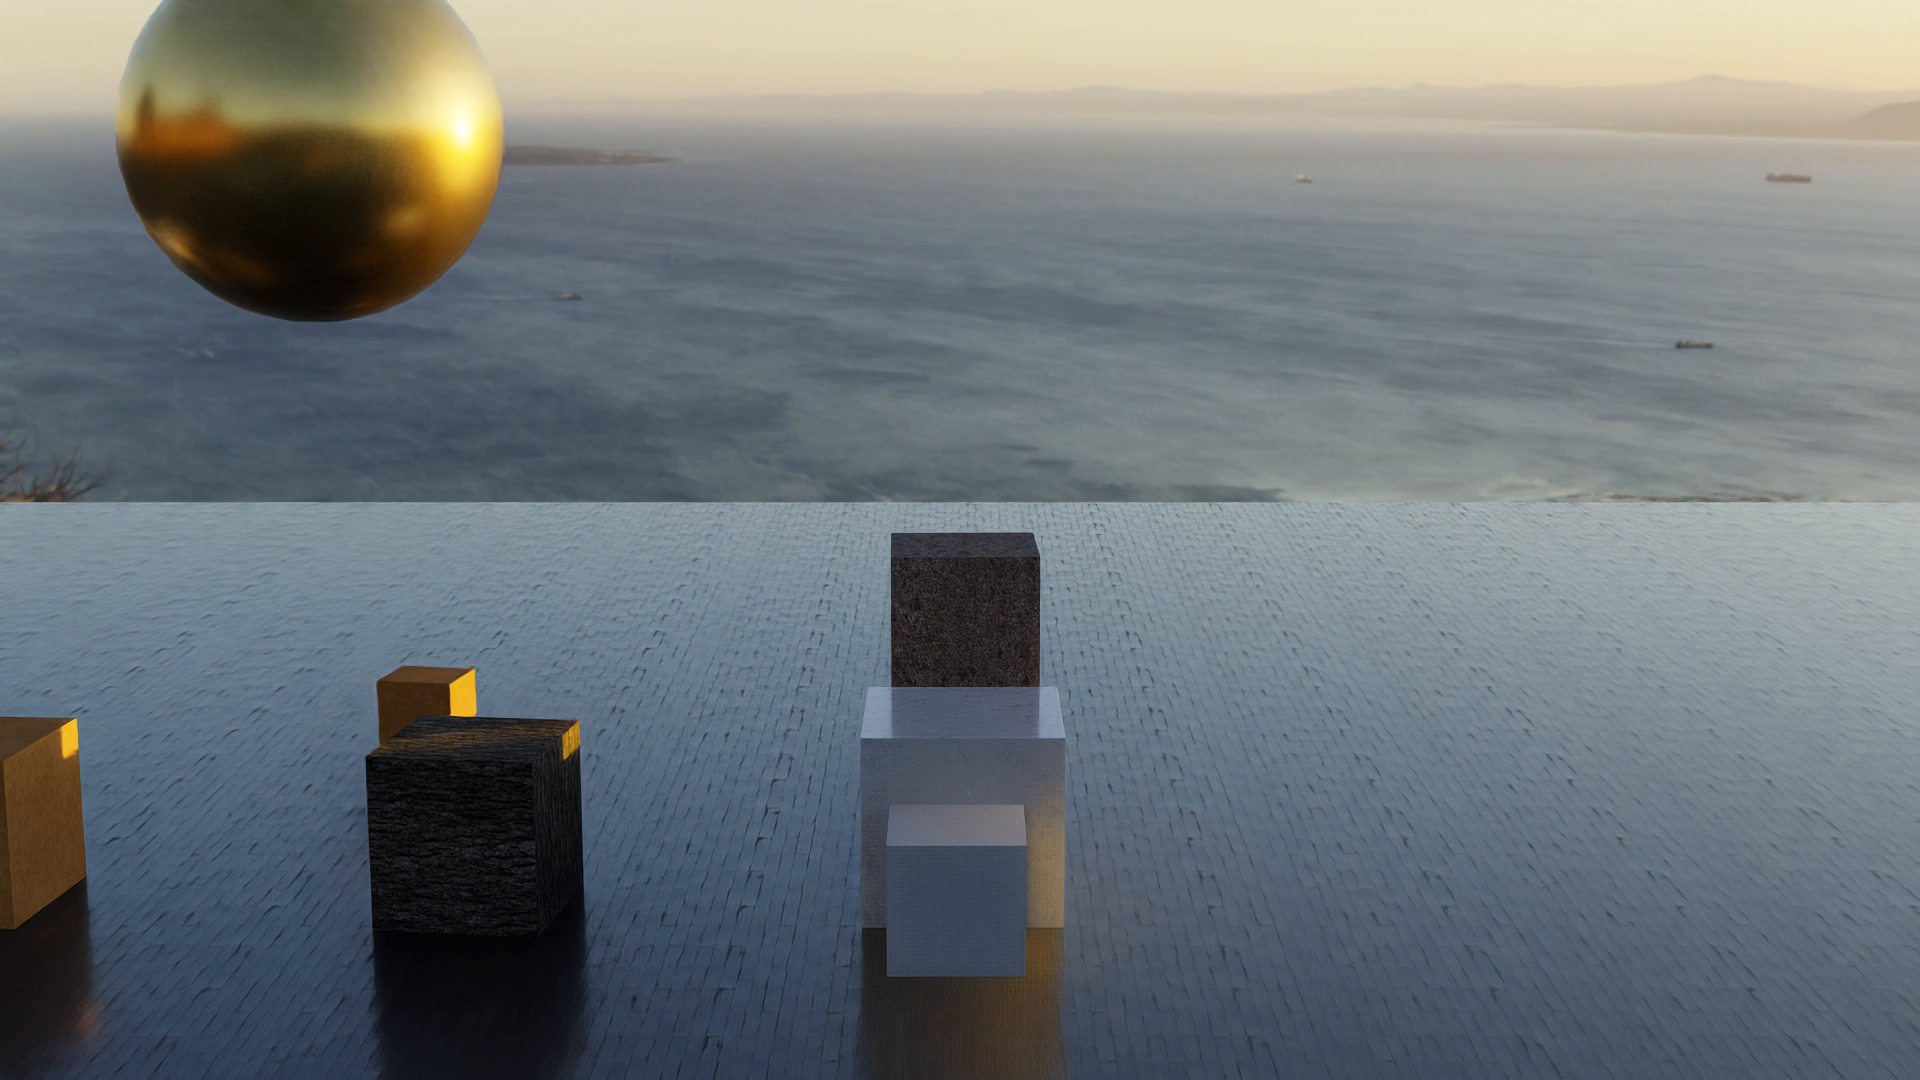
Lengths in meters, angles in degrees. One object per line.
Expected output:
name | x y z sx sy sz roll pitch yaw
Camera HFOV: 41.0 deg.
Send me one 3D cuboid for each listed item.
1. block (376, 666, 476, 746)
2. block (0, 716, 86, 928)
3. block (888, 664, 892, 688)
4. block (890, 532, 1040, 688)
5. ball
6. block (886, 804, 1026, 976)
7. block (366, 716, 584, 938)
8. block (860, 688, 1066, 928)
block | -2.791 0.905 13.450 0.398 0.407 0.353 2 10 10
block | -4.283 1.193 10.987 0.764 0.721 0.719 1 10 5
block | -0.012 0.981 12.413 0.672 0.629 0.664 0 10 0
block | 0.018 0.346 12.309 0.696 0.658 0.654 0 10 -1
ball | -2.741 -1.721 10.867 1.600 1.600 1.600 0 10 0
block | -0.013 1.405 10.343 0.550 0.535 0.574 0 10 0
block | -2.044 1.201 10.885 0.705 0.743 0.702 1 10 7
block | 0.012 1.135 11.050 0.842 0.814 0.894 0 10 0
